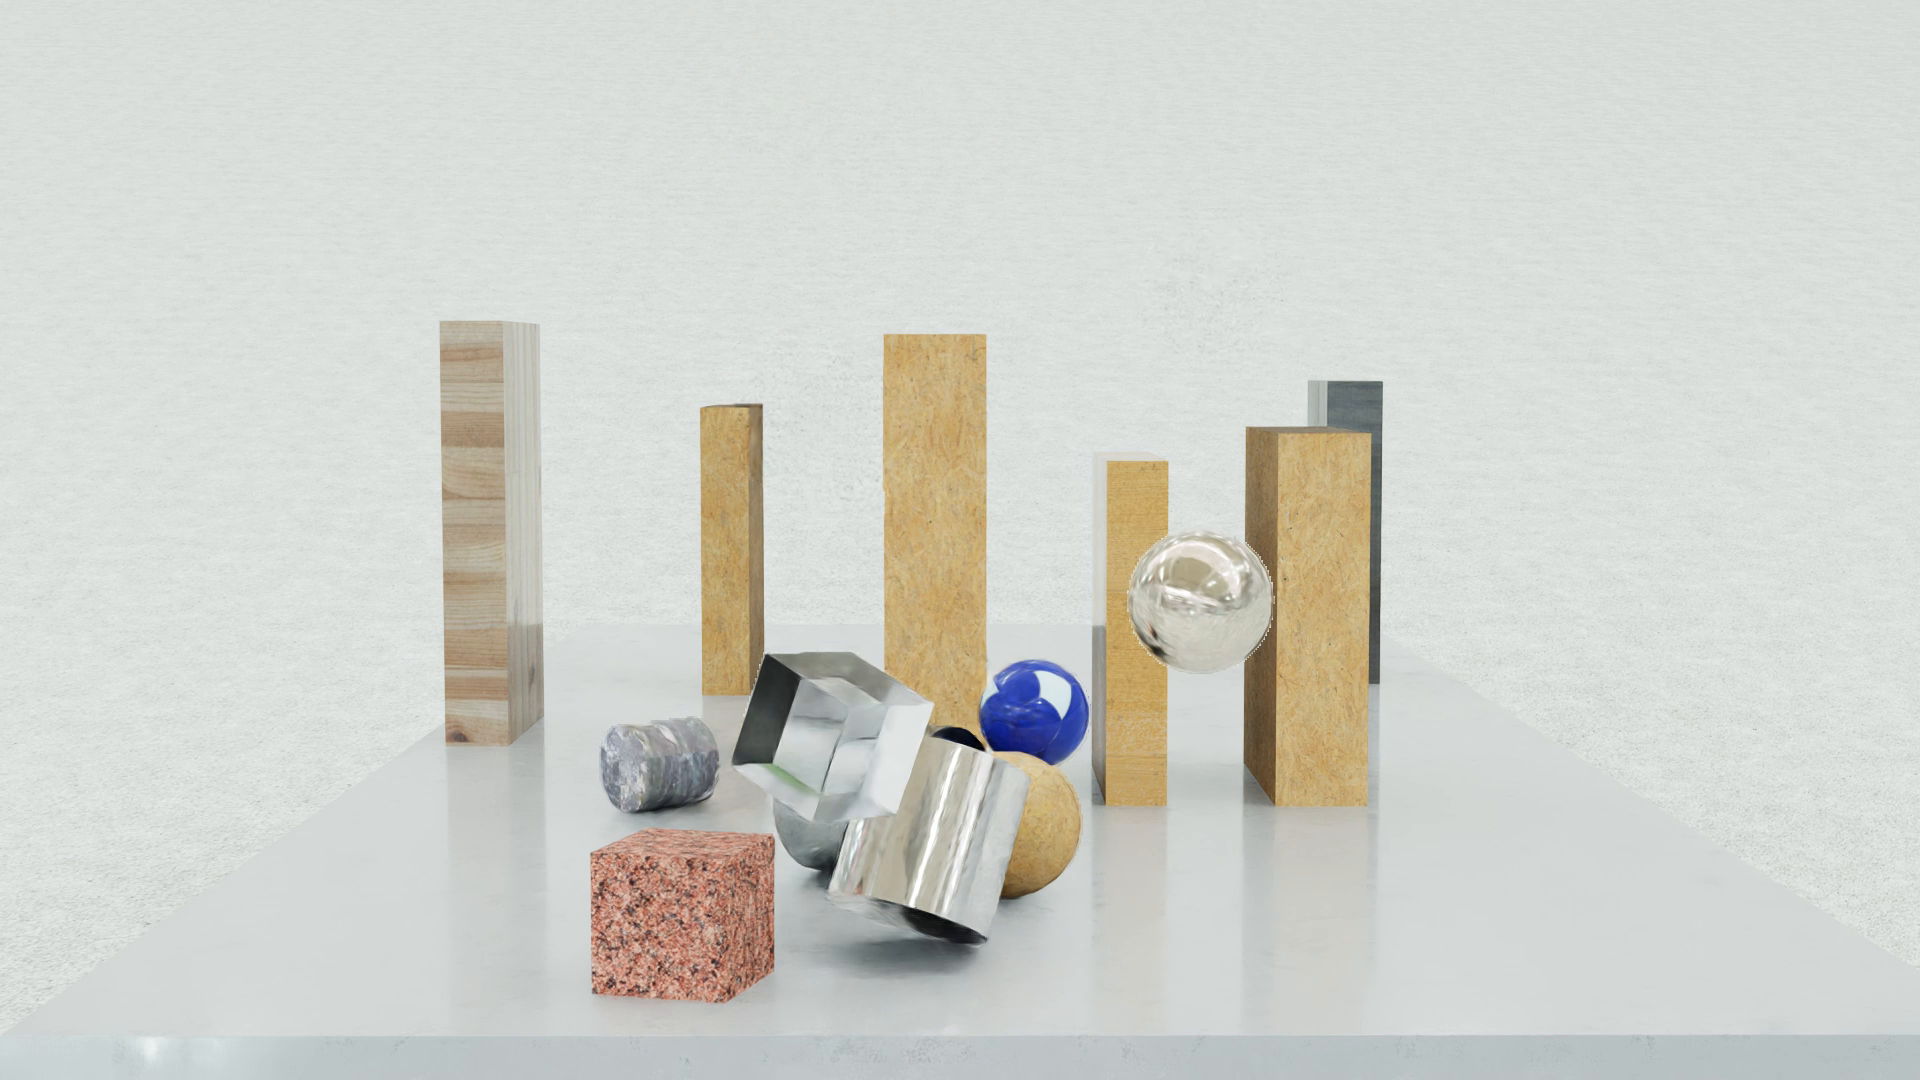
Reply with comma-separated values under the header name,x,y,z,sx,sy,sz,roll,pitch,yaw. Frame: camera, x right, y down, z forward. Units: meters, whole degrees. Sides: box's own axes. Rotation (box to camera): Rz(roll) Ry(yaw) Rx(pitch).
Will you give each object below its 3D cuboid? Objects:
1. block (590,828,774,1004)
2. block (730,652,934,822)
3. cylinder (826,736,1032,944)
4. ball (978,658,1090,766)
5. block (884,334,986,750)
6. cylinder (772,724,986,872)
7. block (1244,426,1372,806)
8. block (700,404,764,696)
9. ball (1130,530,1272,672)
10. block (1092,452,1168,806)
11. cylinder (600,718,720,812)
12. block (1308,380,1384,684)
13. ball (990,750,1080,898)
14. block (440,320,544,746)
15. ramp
name,x,y,z,sx,sy,sz,roll,pitch,yaw
block,-0.296,0.400,2.755,0.150,0.150,0.150,1,4,16
block,-0.128,0.194,2.562,0.124,0.124,0.124,30,18,37
cylinder,-0.035,0.338,2.906,0.189,0.189,0.189,15,-17,5
ball,0.095,0.225,3.308,0.143,0.143,0.143,0,19,0
block,-0.036,0.045,3.868,0.146,0.705,0.415,0,4,0
cylinder,-0.097,0.335,3.311,0.205,0.205,0.205,3,17,37
block,0.542,0.106,4.045,0.138,0.559,0.431,0,4,0
block,-0.470,0.010,5.322,0.096,0.576,0.401,0,4,0
ball,0.242,0.061,2.583,0.144,0.144,0.144,0,19,0
block,0.264,0.127,4.039,0.092,0.519,0.405,0,4,0
cylinder,-0.449,0.336,3.838,0.128,0.128,0.128,-4,17,-41
block,0.812,-0.024,5.442,0.115,0.626,0.294,0,4,0
ball,0.059,0.354,3.198,0.182,0.182,0.182,0,19,0
block,-0.840,-0.023,4.626,0.109,0.737,0.391,0,4,0
ramp,0.045,0.402,4.539,2.000,0.100,4.000,0,4,0
